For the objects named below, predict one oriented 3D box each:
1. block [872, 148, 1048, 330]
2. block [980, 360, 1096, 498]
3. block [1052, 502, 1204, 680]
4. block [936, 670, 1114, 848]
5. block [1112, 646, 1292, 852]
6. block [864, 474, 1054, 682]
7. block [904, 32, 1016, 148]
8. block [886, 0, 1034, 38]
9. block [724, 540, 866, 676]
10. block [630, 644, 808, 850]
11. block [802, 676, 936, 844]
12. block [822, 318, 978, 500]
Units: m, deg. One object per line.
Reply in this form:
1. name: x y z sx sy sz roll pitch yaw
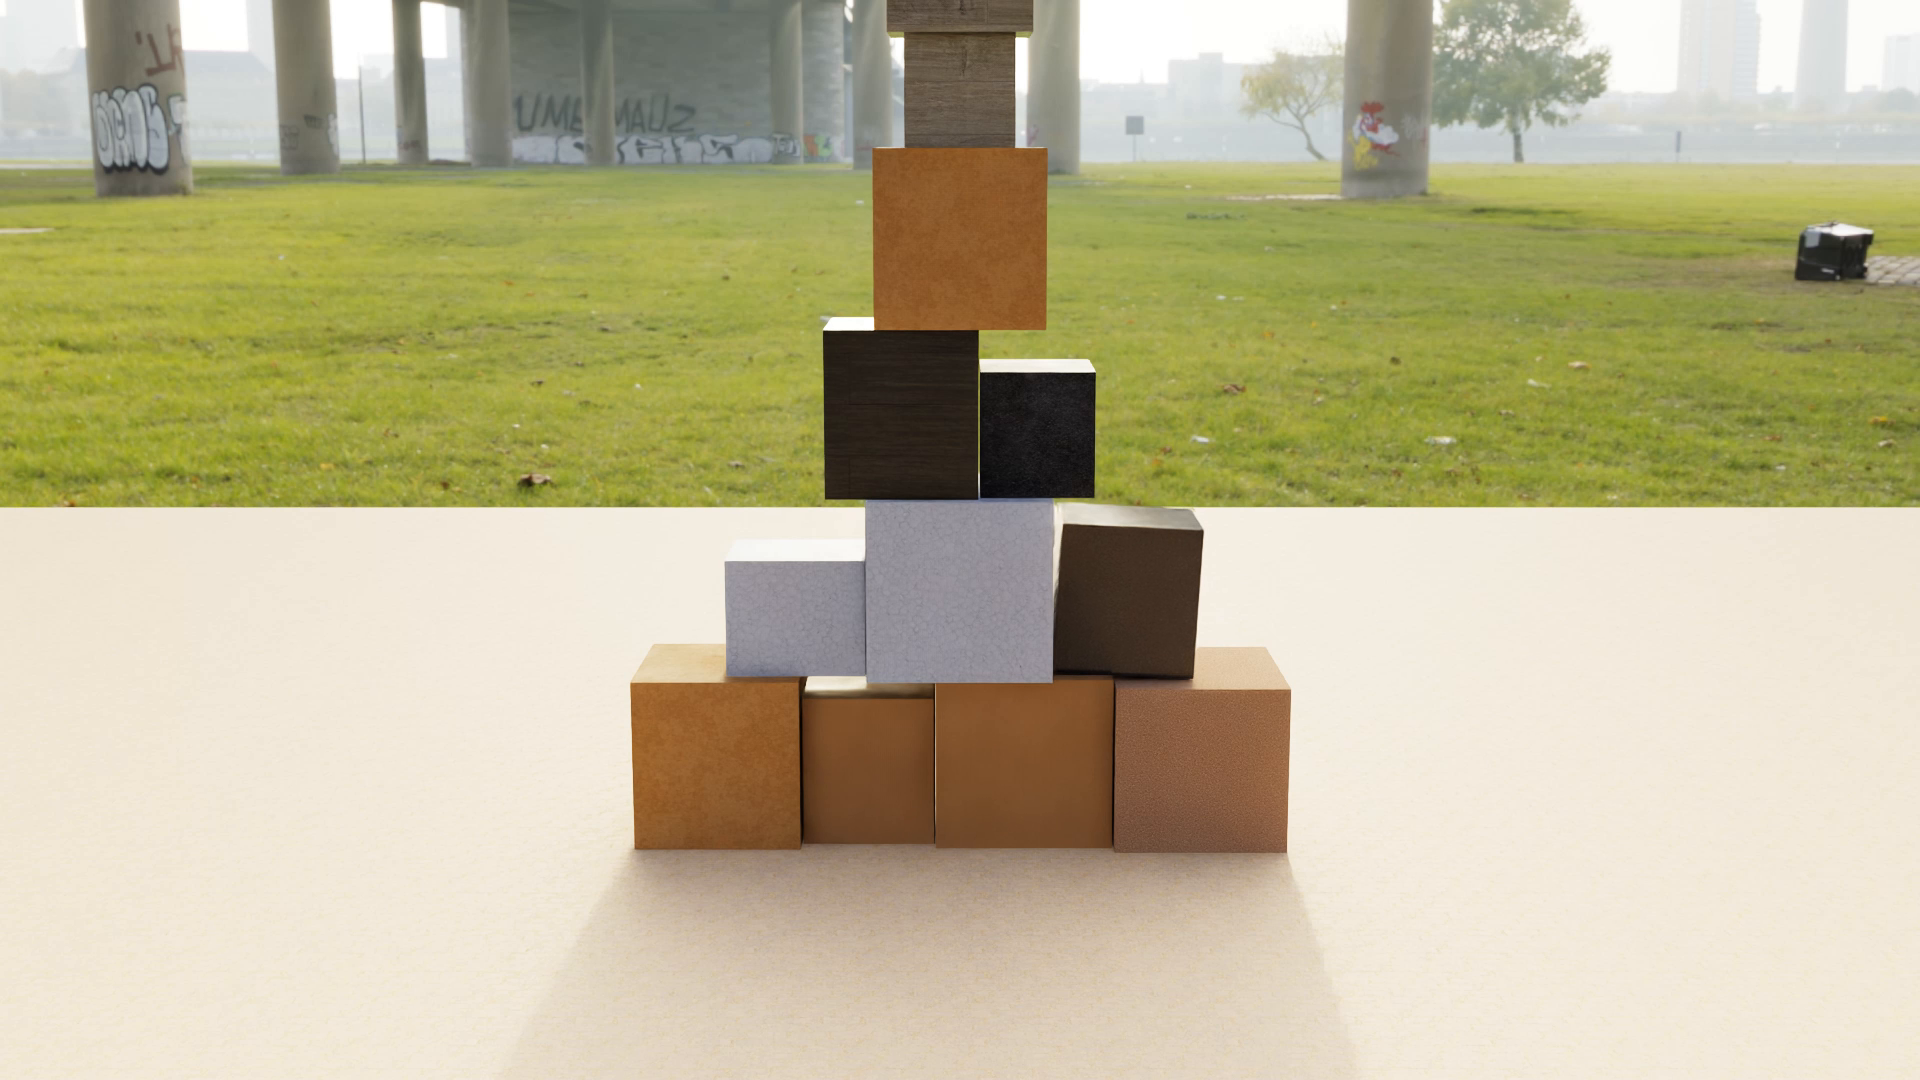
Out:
1. block: 0.000 -1.506 10.901 0.832 0.865 0.771 0 10 0
2. block: 0.381 -0.568 11.062 0.561 0.621 0.617 0 10 0
3. block: 0.837 0.250 11.235 0.700 0.759 0.631 3 10 -1
4. block: 0.320 1.048 11.377 0.882 0.868 0.824 0 10 0
5. block: 1.202 1.066 11.359 0.861 0.840 0.931 0 10 0
6. block: -0.003 0.178 11.217 0.919 0.902 0.935 0 10 0
7. block: 0.000 -2.202 10.797 0.534 0.542 0.561 0 10 0
8. block: 0.000 -2.788 10.691 0.696 0.650 0.660 0 10 0
9. block: -0.820 0.340 11.235 0.695 0.588 0.595 0 10 0
10. block: -1.216 1.052 11.371 0.833 0.862 0.853 0 10 0
11. block: -0.460 1.106 11.375 0.658 0.754 0.660 0 10 0
12. block: -0.285 -0.673 11.058 0.752 0.829 0.758 0 10 0
